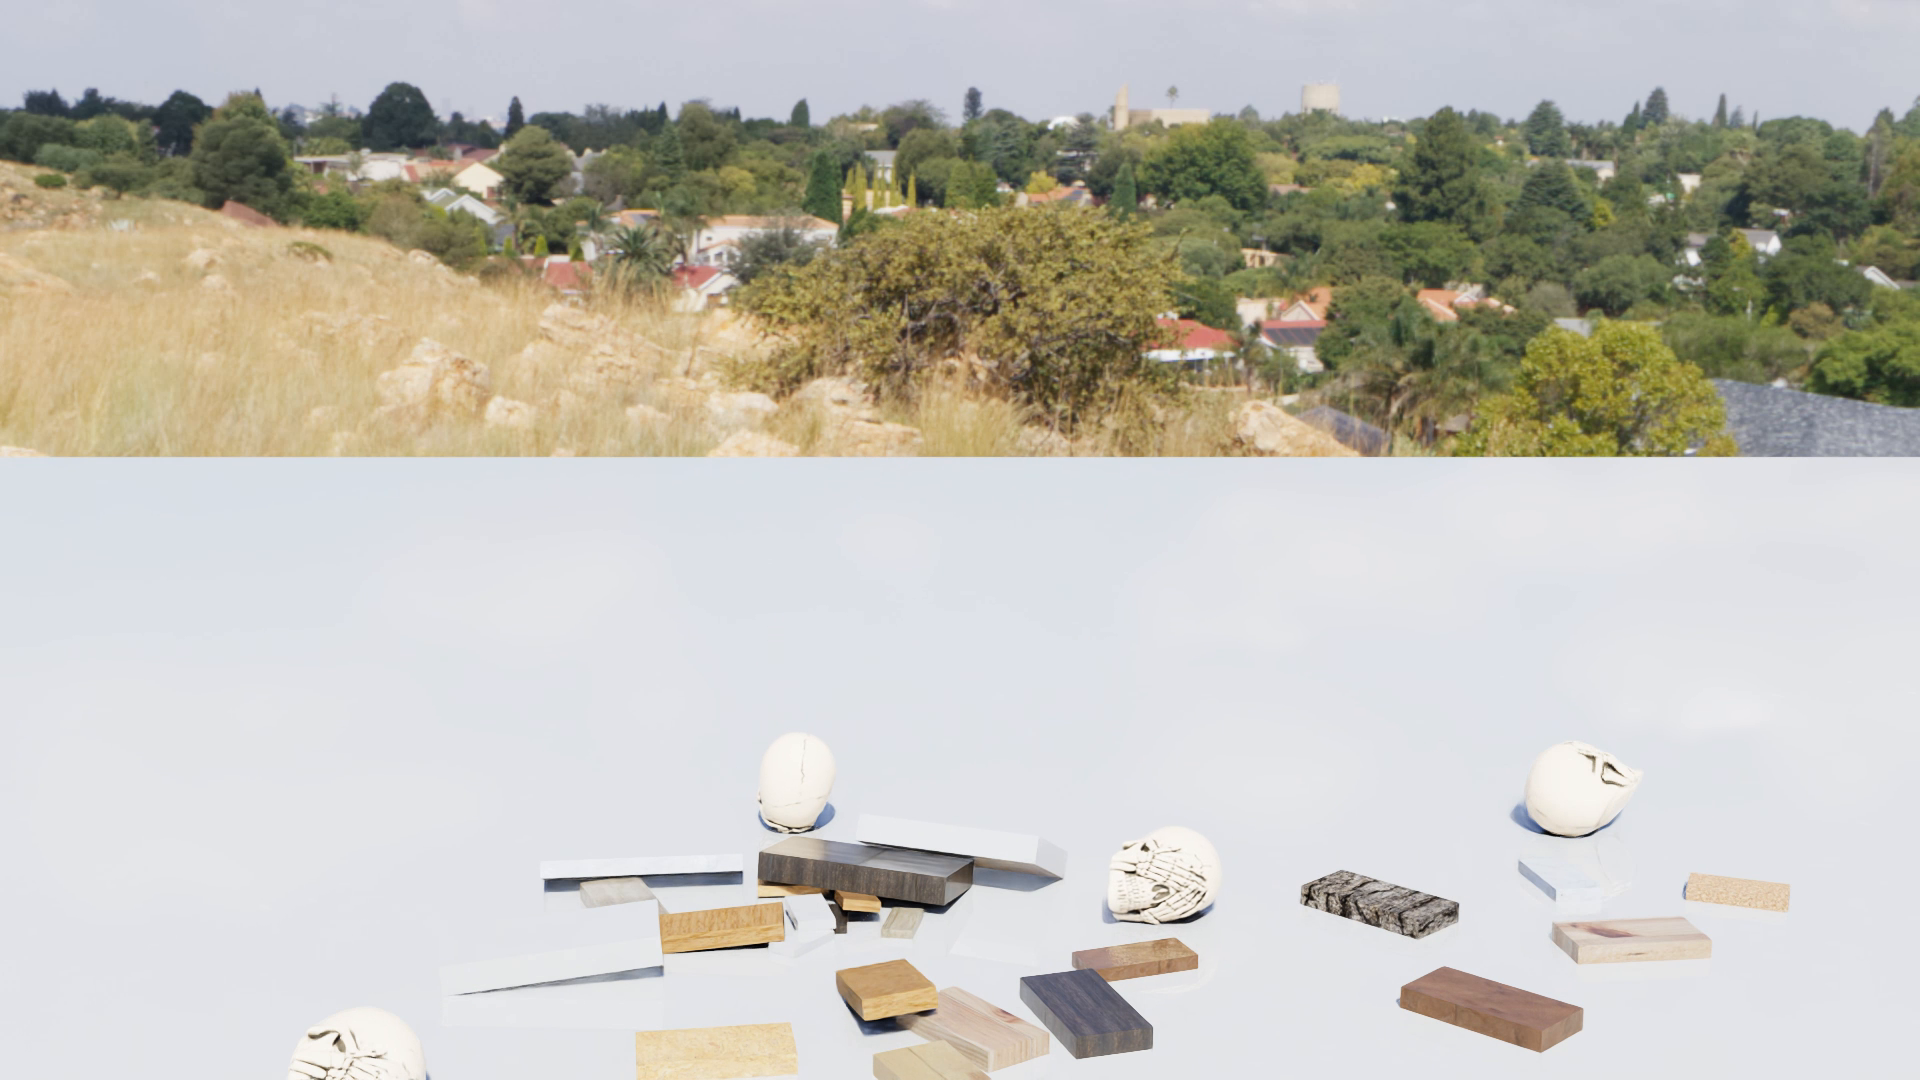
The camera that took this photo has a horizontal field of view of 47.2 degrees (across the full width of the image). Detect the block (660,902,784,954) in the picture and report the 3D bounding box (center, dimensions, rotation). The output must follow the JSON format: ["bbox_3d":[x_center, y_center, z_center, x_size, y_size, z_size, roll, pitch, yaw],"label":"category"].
[{"bbox_3d":[-0.375,0.608,3.451,0.197,0.028,0.099,-6,11,-4],"label":"block"}]

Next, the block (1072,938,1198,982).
[{"bbox_3d":[0.266,0.639,3.343,0.175,0.022,0.079,-4,11,-20],"label":"block"}]

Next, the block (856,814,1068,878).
[{"bbox_3d":[0.003,0.520,3.736,0.324,0.046,0.162,4,-15,22],"label":"block"}]

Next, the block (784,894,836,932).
[{"bbox_3d":[-0.240,0.595,3.516,0.060,0.017,0.120,-3,11,-14],"label":"block"}]

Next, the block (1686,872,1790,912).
[{"bbox_3d":[1.289,0.583,3.643,0.158,0.022,0.079,4,11,22],"label":"block"}]

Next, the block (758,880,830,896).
[{"bbox_3d":[-0.279,0.578,3.677,0.120,0.017,0.060,-1,7,-5],"label":"block"}]

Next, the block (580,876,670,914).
[{"bbox_3d":[-0.546,0.594,3.571,0.099,0.028,0.197,-4,11,-22],"label":"block"}]

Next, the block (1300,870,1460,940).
[{"bbox_3d":[0.681,0.591,3.575,0.114,0.032,0.229,-10,15,-44],"label":"block"}]

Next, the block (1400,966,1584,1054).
[{"bbox_3d":[0.760,0.670,3.149,0.229,0.032,0.114,10,15,44],"label":"block"}]

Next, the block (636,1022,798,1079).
[{"bbox_3d":[-0.333,0.699,2.998,0.214,0.030,0.107,-2,11,-9],"label":"block"}]

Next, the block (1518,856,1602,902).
[{"bbox_3d":[1.009,0.572,3.706,0.079,0.022,0.158,-2,11,-9],"label":"block"}]

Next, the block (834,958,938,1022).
[{"bbox_3d":[-0.107,0.645,3.162,0.107,0.030,0.213,-8,2,-13],"label":"block"}]

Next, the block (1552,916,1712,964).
[{"bbox_3d":[1.042,0.621,3.418,0.213,0.030,0.107,-1,11,-7],"label":"block"}]

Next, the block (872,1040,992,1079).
[{"bbox_3d":[0.035,0.740,2.779,0.107,0.030,0.466,-5,12,-26],"label":"block"}]

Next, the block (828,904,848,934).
[{"bbox_3d":[-0.205,0.608,3.532,0.050,0.014,0.101,0,11,-2],"label":"block"}]

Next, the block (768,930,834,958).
[{"bbox_3d":[-0.247,0.626,3.433,0.050,0.014,0.101,7,13,34],"label":"block"}]

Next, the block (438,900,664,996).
[{"bbox_3d":[-0.616,0.615,3.330,0.324,0.046,0.162,-7,11,-8],"label":"block"}]

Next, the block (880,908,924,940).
[{"bbox_3d":[-0.092,0.612,3.513,0.050,0.014,0.101,2,11,9],"label":"block"}]

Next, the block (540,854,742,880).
[{"bbox_3d":[-0.534,0.552,3.707,0.334,0.028,0.099,-1,-11,-7],"label":"block"}]

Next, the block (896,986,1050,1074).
[{"bbox_3d":[0.016,0.684,3.081,0.107,0.030,0.214,-8,13,-37],"label":"block"}]

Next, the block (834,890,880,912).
[{"bbox_3d":[-0.167,0.584,3.569,0.060,0.017,0.120,6,-2,-10],"label":"block"}]

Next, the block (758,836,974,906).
[{"bbox_3d":[-0.156,0.550,3.668,0.324,0.046,0.162,5,4,16],"label":"block"}]

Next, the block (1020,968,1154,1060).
[{"bbox_3d":[0.178,0.673,3.134,0.114,0.032,0.229,-3,11,-18],"label":"block"}]
